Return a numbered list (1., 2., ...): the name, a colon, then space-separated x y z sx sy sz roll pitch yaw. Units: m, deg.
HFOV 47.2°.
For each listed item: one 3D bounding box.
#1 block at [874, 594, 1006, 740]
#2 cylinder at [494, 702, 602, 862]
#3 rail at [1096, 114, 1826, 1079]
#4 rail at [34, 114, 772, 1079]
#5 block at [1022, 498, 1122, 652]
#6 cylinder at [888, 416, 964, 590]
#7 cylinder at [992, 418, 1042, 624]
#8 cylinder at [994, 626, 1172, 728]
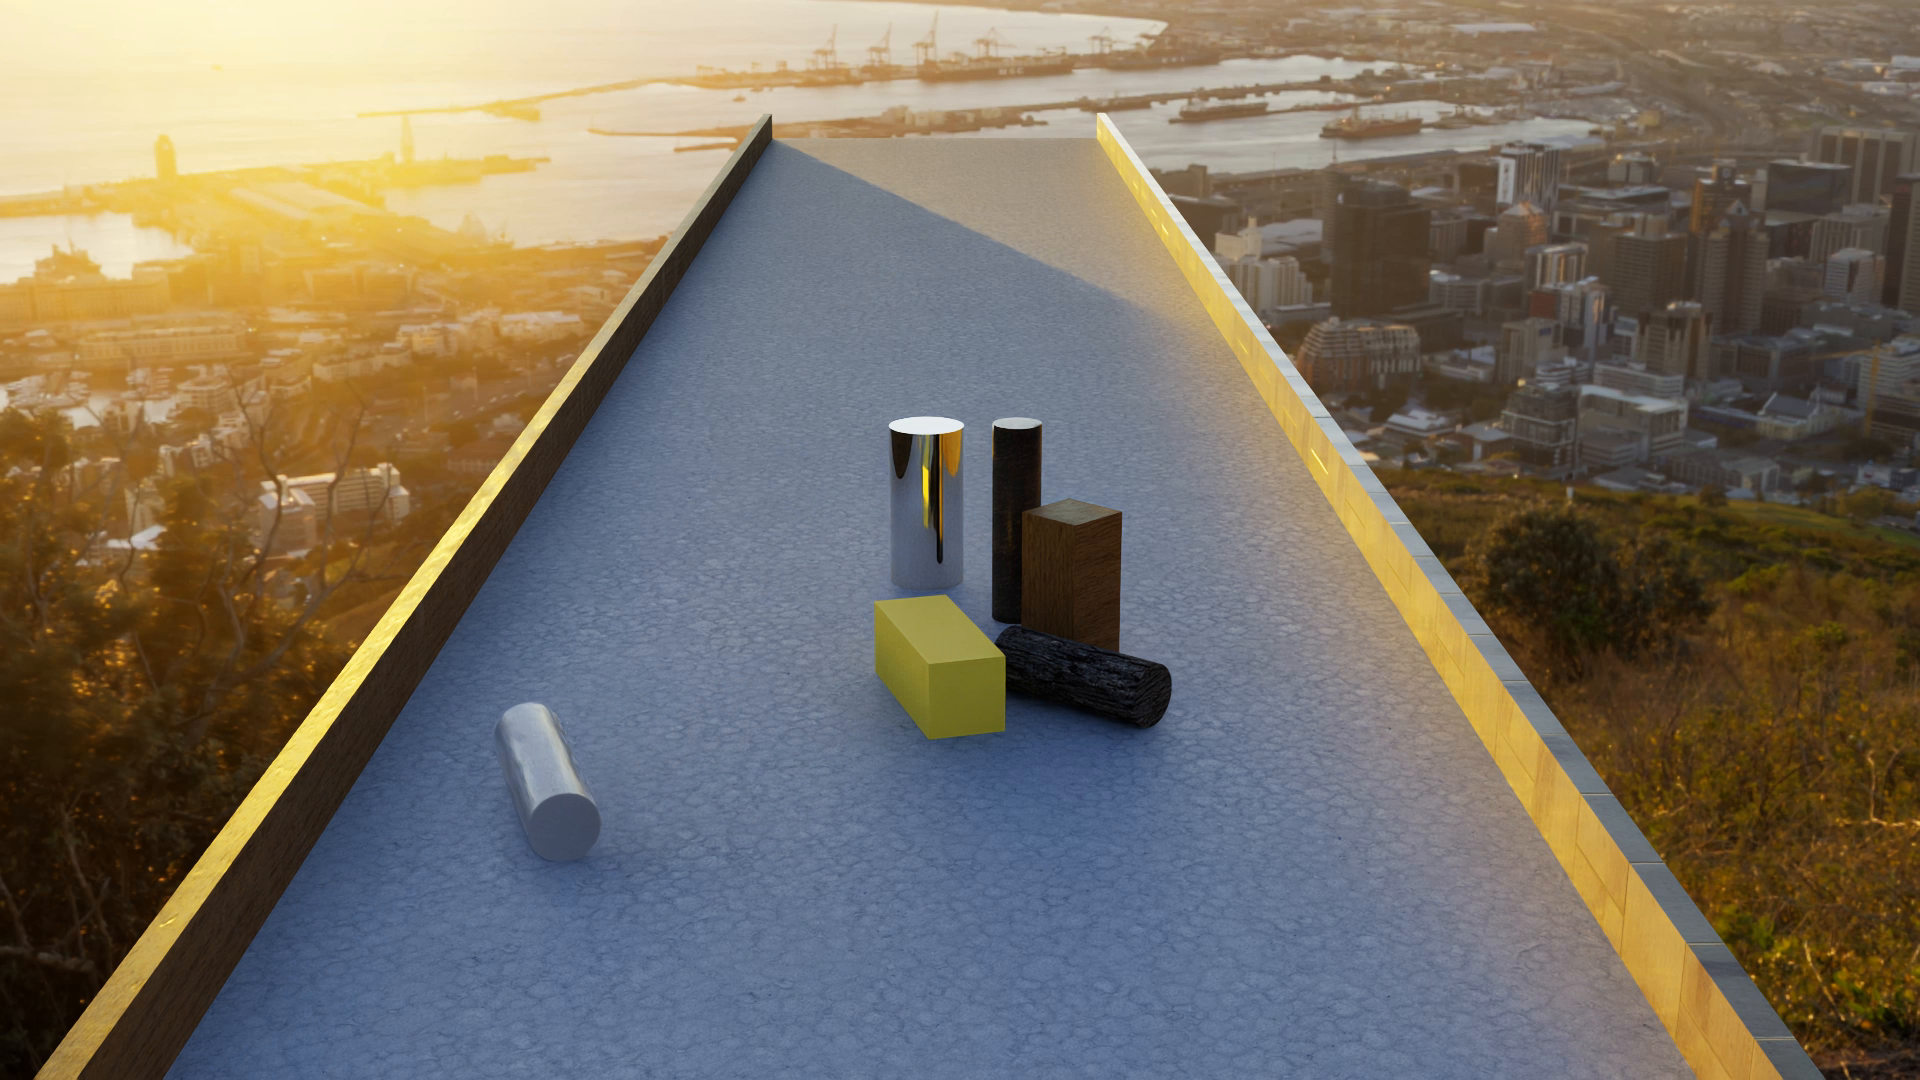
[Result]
1. block: -0.042 0.236 4.177 0.146 0.146 0.379 -5 17 -16
2. cylinder: -0.694 0.399 3.679 0.118 0.118 0.420 -5 17 -18
3. rail: 0.932 -0.844 7.801 0.050 0.150 12.000 0 17 -1
4. rail: -1.118 -0.838 7.780 0.050 0.150 12.000 0 17 -1
5. block: 0.221 0.093 4.369 0.139 0.311 0.139 15 23 42
6. cylinder: -0.074 -0.082 4.880 0.165 0.354 0.165 0 17 0
7. cylinder: 0.119 -0.040 4.619 0.103 0.423 0.103 0 17 0
8. cylinder: 0.226 0.256 4.154 0.339 0.122 0.122 14 21 38
